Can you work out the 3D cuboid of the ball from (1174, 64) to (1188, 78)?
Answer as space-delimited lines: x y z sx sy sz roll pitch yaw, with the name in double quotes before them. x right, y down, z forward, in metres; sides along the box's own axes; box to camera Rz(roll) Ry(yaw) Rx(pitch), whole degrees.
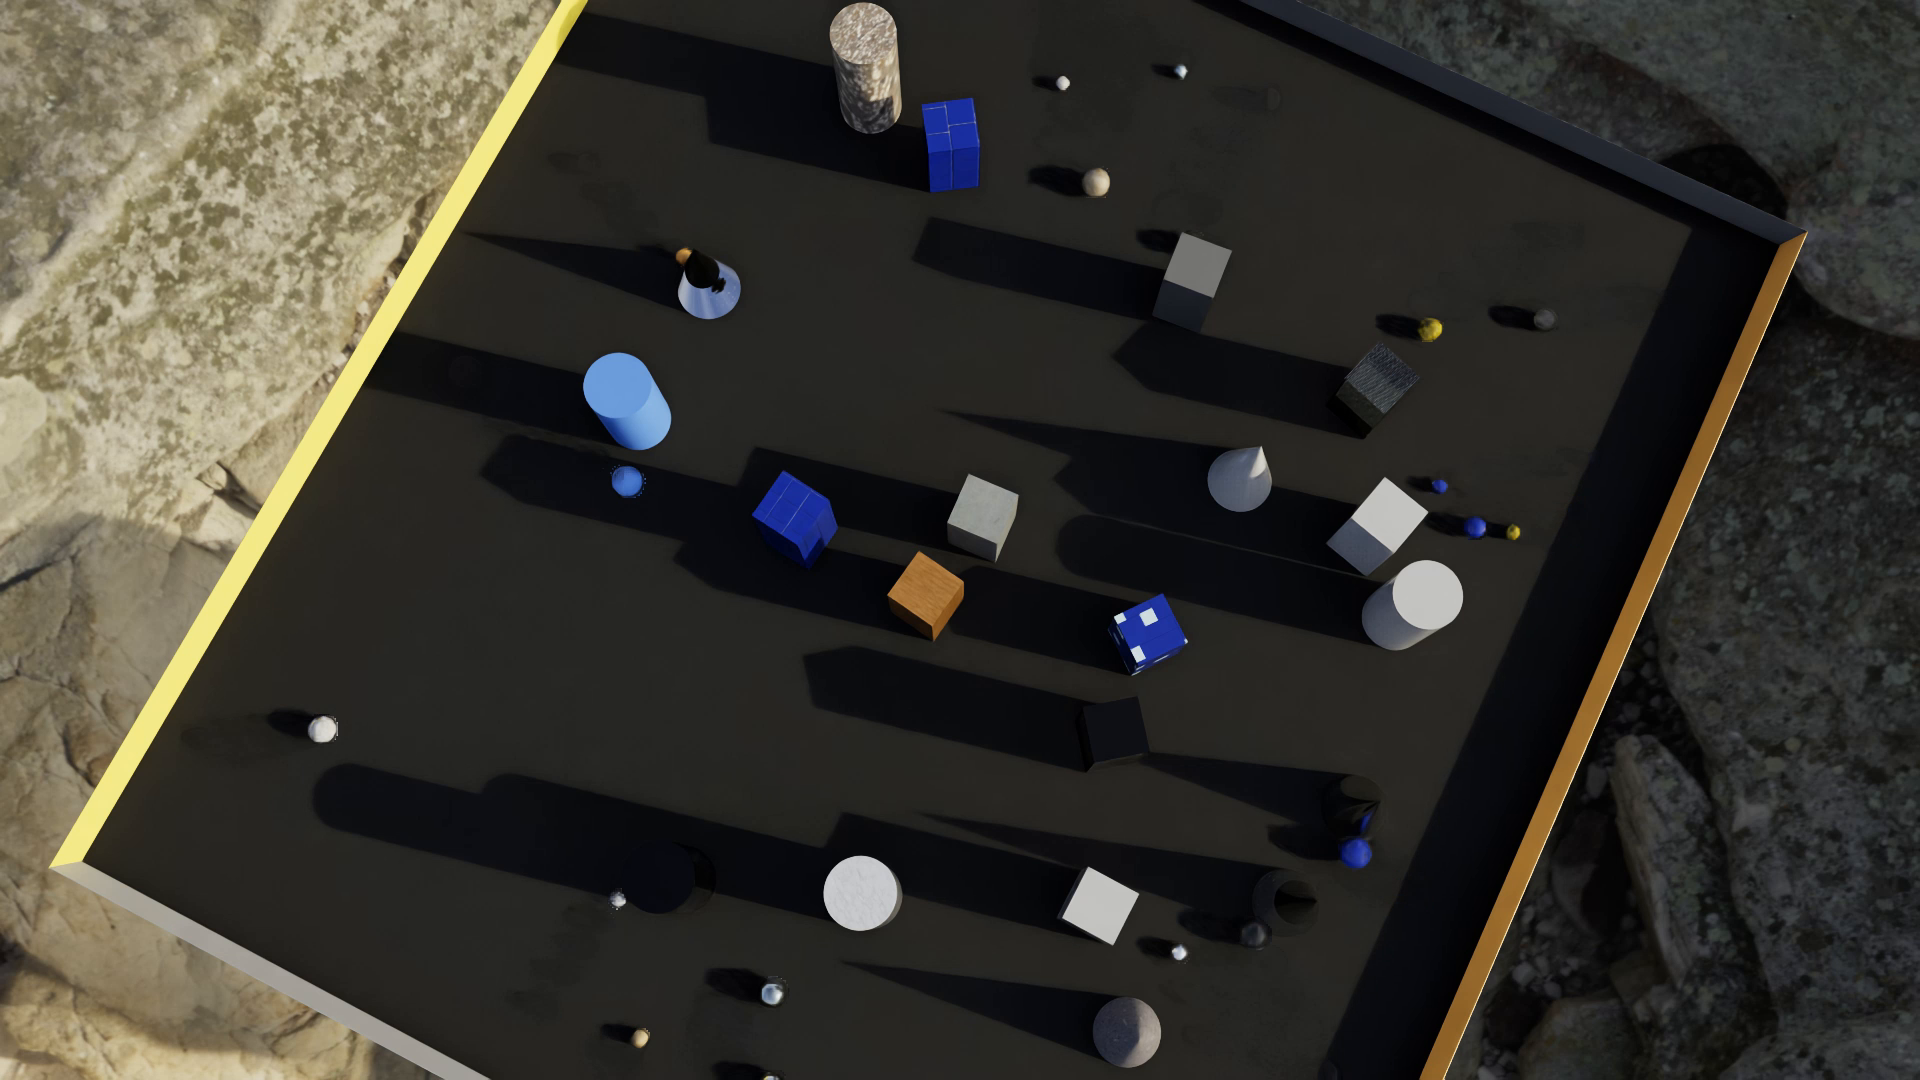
"ball" 0.711 -1.511 5.908 0.042 0.042 0.042 0 78 0

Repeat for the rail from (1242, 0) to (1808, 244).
"rail" 0.904 -1.764 5.915 3.837 0.129 0.045 26 80 5

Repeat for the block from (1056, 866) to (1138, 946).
"block" 0.391 1.047 5.241 0.159 0.311 0.159 28 80 5

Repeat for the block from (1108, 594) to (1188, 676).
"block" 0.554 0.283 5.436 0.159 0.238 0.159 -25 79 -5

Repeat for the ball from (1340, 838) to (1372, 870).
"ball" 1.157 0.917 5.366 0.093 0.093 0.093 0 78 0

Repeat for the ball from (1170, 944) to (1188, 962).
"ball" 0.638 1.203 5.340 0.054 0.054 0.054 0 78 0

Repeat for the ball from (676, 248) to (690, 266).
"ball" -0.864 -0.888 5.752 0.055 0.055 0.055 0 78 0

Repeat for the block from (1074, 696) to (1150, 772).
"block" 0.438 0.567 5.314 0.159 0.362 0.159 -11 79 -2

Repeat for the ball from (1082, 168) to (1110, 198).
"ball" 0.431 -1.132 5.805 0.091 0.091 0.091 0 78 0

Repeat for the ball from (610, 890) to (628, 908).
"ball" -1.001 1.052 5.374 0.049 0.049 0.049 0 78 0

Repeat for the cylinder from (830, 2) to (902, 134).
"cylinder" -0.287 -1.452 5.668 0.198 0.488 0.198 0 78 0

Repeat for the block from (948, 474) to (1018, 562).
"block" 0.067 -0.062 5.481 0.159 0.291 0.159 23 79 5

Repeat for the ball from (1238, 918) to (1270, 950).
"ball" 0.855 1.147 5.332 0.092 0.092 0.092 0 78 0

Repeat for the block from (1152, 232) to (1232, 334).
"block" 0.706 -0.784 5.608 0.159 0.335 0.159 22 79 4

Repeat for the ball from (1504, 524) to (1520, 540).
"ball" 1.688 -0.023 5.598 0.046 0.046 0.046 0 78 0

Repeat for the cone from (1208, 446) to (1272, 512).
"cone" 0.863 -0.226 5.450 0.198 0.417 0.198 0 78 0

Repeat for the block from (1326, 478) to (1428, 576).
"block" 1.232 -0.035 5.436 0.159 0.368 0.159 40 81 8

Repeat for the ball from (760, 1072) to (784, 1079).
"ball" -0.539 1.563 5.254 0.076 0.076 0.076 0 78 0

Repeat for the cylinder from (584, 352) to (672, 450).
"cylinder" -0.997 -0.412 5.513 0.198 0.370 0.198 0 78 0

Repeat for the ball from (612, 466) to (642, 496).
"ball" -1.019 -0.181 5.605 0.096 0.096 0.096 0 78 0

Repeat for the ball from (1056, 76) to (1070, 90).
"ball" 0.330 -1.470 5.899 0.043 0.043 0.043 0 78 0

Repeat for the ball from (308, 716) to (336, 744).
"ball" -1.901 0.564 5.458 0.081 0.081 0.081 0 78 0

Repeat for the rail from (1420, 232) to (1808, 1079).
"rail" 1.695 0.837 5.377 0.045 0.129 4.092 26 80 5

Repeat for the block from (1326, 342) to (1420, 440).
"block" 1.249 -0.450 5.560 0.159 0.293 0.159 44 82 8

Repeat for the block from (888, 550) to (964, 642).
"block" -0.099 0.169 5.430 0.159 0.297 0.159 34 80 7

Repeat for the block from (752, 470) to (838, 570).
"block" -0.484 -0.053 5.426 0.159 0.395 0.159 33 80 6

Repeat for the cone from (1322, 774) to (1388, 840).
"cone" 1.174 0.764 5.283 0.198 0.343 0.198 0 78 0

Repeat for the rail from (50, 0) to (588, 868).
"rail" -1.695 -0.823 5.720 0.045 0.129 4.092 26 80 5

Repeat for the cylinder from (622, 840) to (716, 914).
"cylinder" -0.818 0.958 5.190 0.198 0.446 0.198 0 78 0

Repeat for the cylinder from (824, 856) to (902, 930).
"cylinder" -0.269 0.999 5.168 0.198 0.473 0.198 0 78 0

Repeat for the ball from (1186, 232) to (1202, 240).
"ball" 0.728 -0.933 5.772 0.073 0.073 0.073 0 78 0

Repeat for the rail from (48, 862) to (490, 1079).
"rail" -0.904 1.778 5.182 3.837 0.129 0.045 26 80 5

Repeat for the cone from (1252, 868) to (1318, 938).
"cone" 0.958 1.019 5.155 0.198 0.490 0.198 0 78 0

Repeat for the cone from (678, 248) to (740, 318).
"cone" -0.791 -0.828 5.604 0.198 0.359 0.198 0 78 0

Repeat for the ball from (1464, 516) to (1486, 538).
"ball" 1.571 -0.038 5.591 0.067 0.067 0.067 0 78 0

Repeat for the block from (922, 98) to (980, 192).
"block" -0.027 -1.227 5.711 0.159 0.312 0.159 -8 78 -2

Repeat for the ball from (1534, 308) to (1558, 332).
"ball" 1.829 -0.686 5.722 0.073 0.073 0.073 0 78 0

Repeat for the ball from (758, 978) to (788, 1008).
"ball" -0.543 1.312 5.302 0.085 0.085 0.085 0 78 0

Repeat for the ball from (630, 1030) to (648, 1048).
"ball" -0.926 1.440 5.293 0.050 0.050 0.050 0 78 0

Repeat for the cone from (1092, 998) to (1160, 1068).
"cone" 0.484 1.391 5.137 0.198 0.376 0.198 0 78 0

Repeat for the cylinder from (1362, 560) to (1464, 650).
"cylinder" 1.319 0.196 5.367 0.198 0.409 0.198 0 78 0

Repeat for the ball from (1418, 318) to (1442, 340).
"ball" 1.467 -0.658 5.716 0.072 0.072 0.072 0 78 0

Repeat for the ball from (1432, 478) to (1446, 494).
"ball" 1.471 -0.164 5.627 0.047 0.047 0.047 0 78 0
